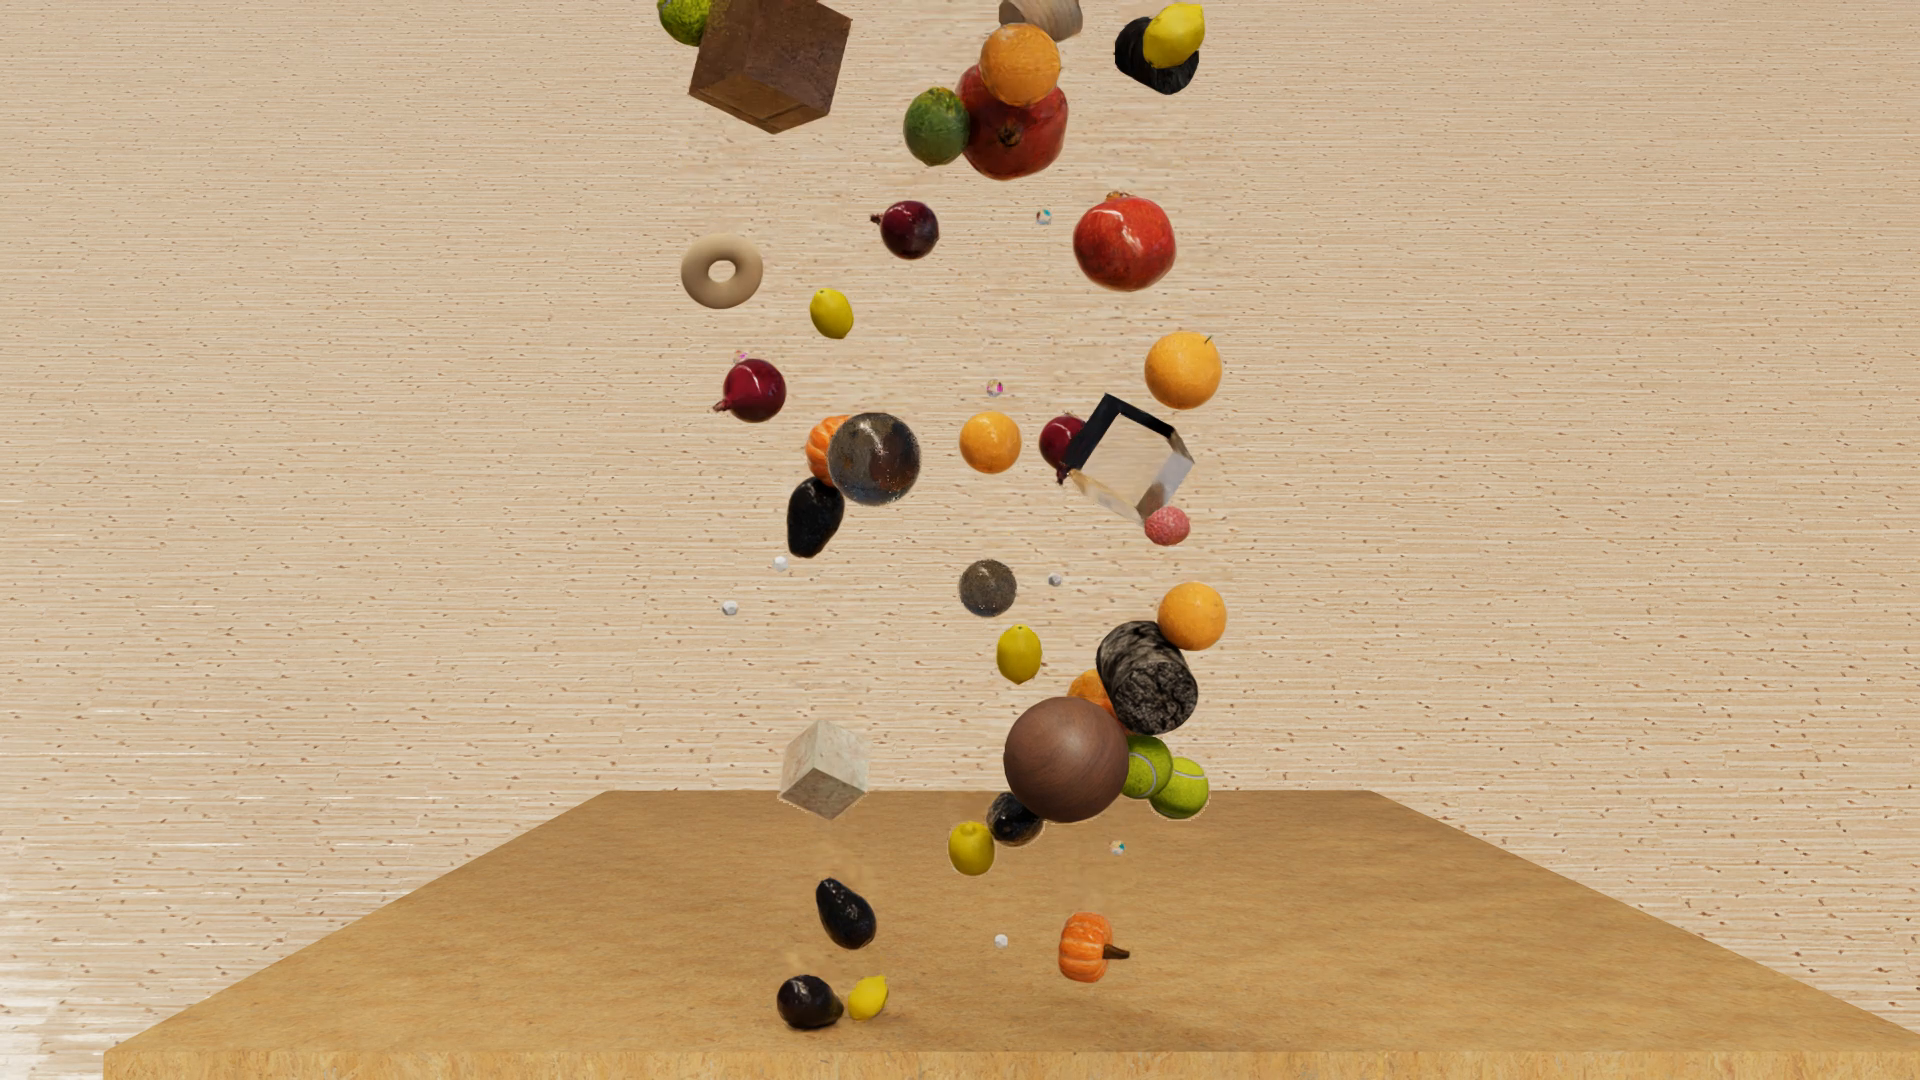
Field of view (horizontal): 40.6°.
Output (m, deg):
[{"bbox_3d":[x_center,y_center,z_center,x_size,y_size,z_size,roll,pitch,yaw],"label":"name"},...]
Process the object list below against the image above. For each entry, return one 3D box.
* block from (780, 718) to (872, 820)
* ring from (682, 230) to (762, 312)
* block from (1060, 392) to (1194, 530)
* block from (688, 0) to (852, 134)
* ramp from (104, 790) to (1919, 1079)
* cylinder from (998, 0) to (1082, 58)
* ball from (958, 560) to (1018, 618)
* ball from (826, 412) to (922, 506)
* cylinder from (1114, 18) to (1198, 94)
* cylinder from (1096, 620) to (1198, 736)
[{"bbox_3d":[-0.153,0.261,2.958,0.071,0.071,0.071,27,43,-24],"label":"block"},{"bbox_3d":[-0.241,-0.273,2.629,0.084,0.084,0.028,-16,13,-22],"label":"ring"},{"bbox_3d":[0.175,-0.082,2.711,0.088,0.088,0.088,29,80,27],"label":"block"},{"bbox_3d":[-0.167,-0.423,2.273,0.091,0.091,0.091,21,-16,-33],"label":"block"},{"bbox_3d":[0.075,0.654,4.798,2.000,0.100,4.000,0,-1,0],"label":"ramp"},{"bbox_3d":[0.083,-0.536,2.663,0.062,0.062,0.062,-29,42,-19],"label":"cylinder"},{"bbox_3d":[0.032,0.056,2.971,0.067,0.067,0.067,0,34,0],"label":"ball"},{"bbox_3d":[-0.086,-0.081,2.610,0.096,0.096,0.096,0,34,0],"label":"ball"},{"bbox_3d":[0.195,-0.482,2.582,0.060,0.060,0.060,-20,36,-27],"label":"cylinder"},{"bbox_3d":[0.192,0.142,2.680,0.087,0.087,0.087,-6,28,-9],"label":"cylinder"}]
